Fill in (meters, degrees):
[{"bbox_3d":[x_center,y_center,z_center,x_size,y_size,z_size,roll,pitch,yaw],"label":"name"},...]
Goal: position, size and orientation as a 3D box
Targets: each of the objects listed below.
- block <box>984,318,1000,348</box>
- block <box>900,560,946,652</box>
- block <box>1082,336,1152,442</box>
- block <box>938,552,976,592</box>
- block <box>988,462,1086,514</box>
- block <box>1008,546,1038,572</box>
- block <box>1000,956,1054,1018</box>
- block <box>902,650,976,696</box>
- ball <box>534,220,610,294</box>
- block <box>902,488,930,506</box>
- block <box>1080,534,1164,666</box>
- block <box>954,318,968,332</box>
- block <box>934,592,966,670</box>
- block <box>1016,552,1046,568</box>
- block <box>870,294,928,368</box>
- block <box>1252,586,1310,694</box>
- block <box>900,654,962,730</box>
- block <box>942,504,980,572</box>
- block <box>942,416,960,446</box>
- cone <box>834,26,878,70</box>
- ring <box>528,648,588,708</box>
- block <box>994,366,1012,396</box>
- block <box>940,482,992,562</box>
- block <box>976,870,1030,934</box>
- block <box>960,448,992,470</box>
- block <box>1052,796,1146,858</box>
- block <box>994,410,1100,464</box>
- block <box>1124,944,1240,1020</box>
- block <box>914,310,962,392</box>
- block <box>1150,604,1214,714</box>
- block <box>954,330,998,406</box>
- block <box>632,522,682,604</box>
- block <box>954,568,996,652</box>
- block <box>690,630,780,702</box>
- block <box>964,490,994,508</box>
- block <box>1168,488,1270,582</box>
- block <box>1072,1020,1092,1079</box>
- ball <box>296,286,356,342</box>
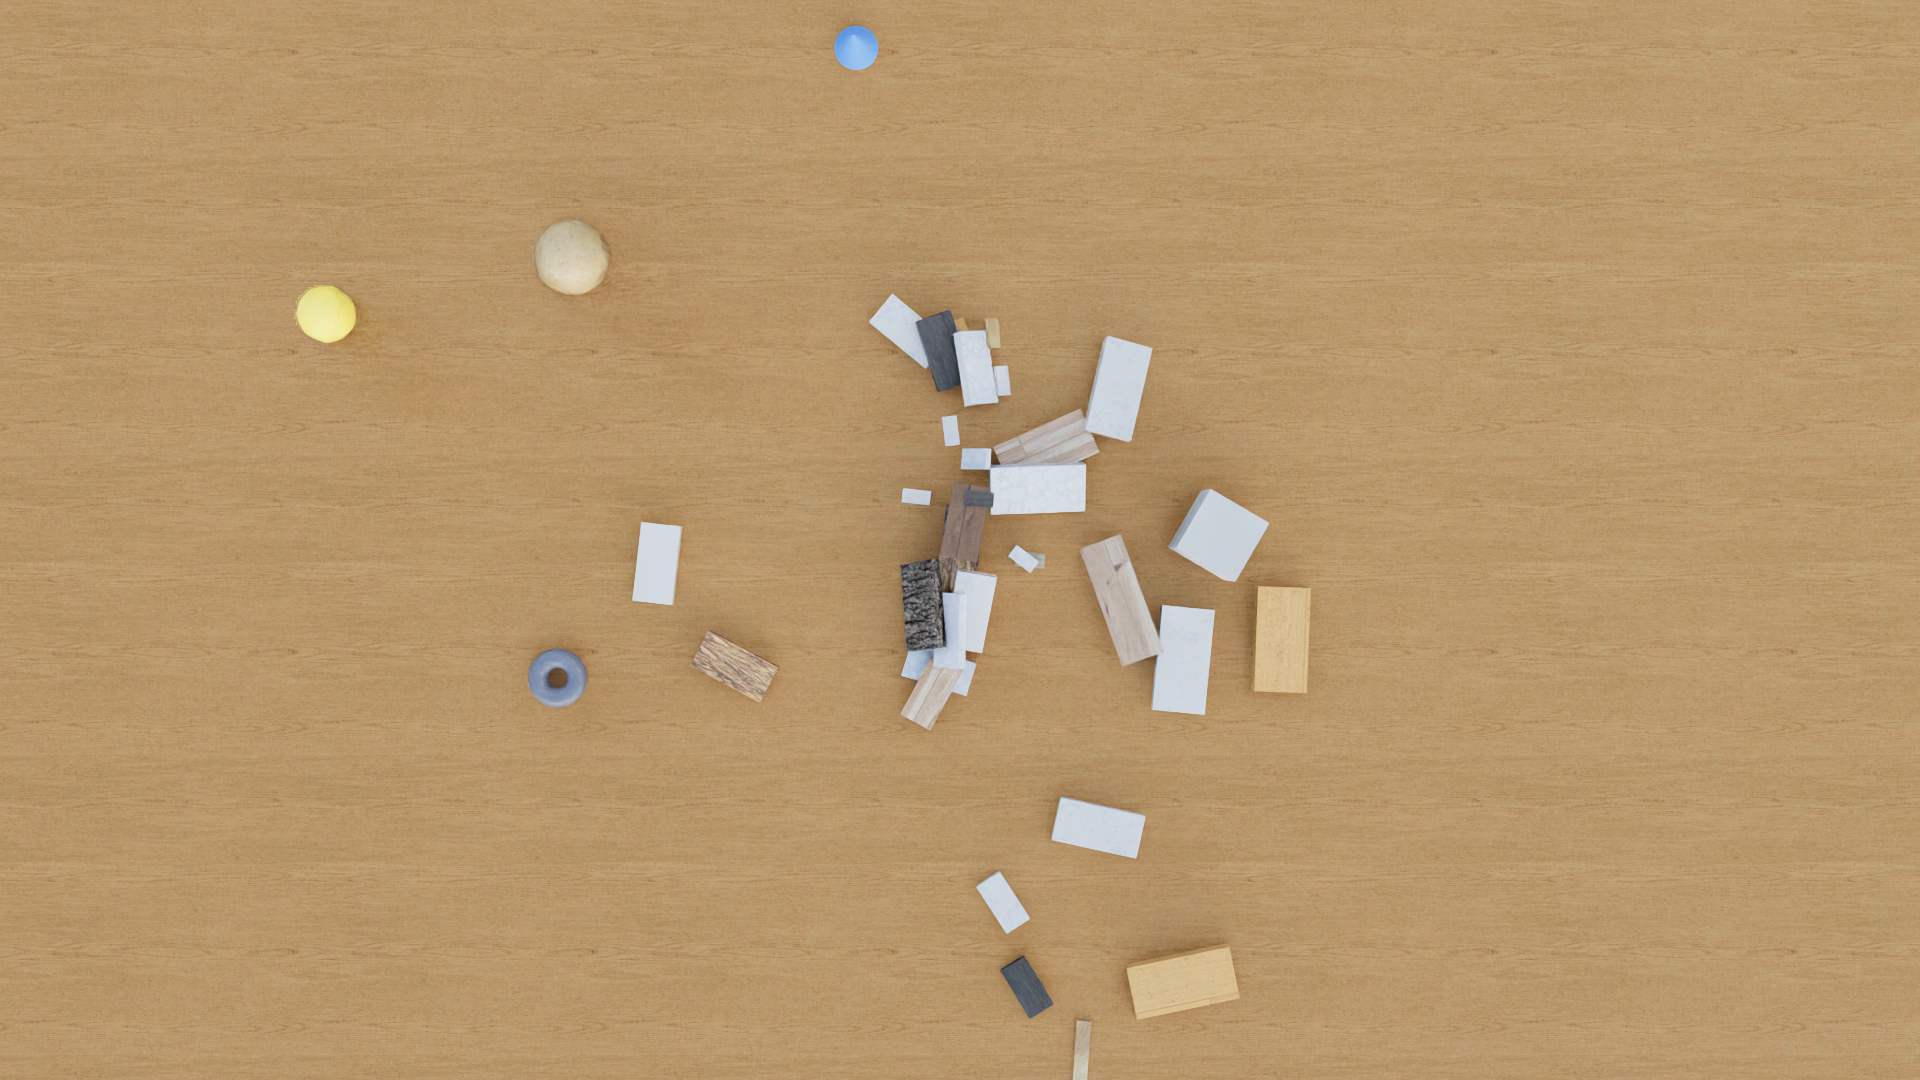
[{"bbox_3d":[0.109,-0.687,5.478,0.050,0.014,0.099,-5,90,-41],"label":"block"},{"bbox_3d":[-0.121,0.215,5.419,0.144,0.041,0.287,-11,80,43],"label":"block"},{"bbox_3d":[0.521,-0.500,5.453,0.158,0.045,0.316,14,86,-10],"label":"block"},{"bbox_3d":[-0.006,0.165,5.453,0.123,0.035,0.247,-1,104,0],"label":"block"},{"bbox_3d":[0.255,-0.171,5.440,0.316,0.045,0.158,-2,106,-6],"label":"block"},{"bbox_3d":[0.211,0.063,5.480,0.094,0.013,0.047,37,90,0],"label":"block"},{"bbox_3d":[0.223,1.486,5.487,0.093,0.026,0.185,-31,90,0],"label":"block"},{"bbox_3d":[-0.070,0.430,5.484,0.227,0.032,0.113,18,90,0],"label":"block"},{"bbox_3d":[-1.265,-0.921,5.380,0.241,0.241,0.241,0,90,0],"label":"ball"},{"bbox_3d":[-0.145,-0.144,5.493,0.094,0.013,0.047,7,90,0],"label":"block"},{"bbox_3d":[0.534,0.200,5.453,0.144,0.041,0.412,-20,84,5],"label":"block"},{"bbox_3d":[0.004,-0.686,5.493,0.049,0.014,0.099,-20,90,0],"label":"block"},{"bbox_3d":[-0.033,0.295,5.385,0.113,0.032,0.244,1,90,44],"label":"block"},{"bbox_3d":[0.234,0.067,5.493,0.097,0.014,0.049,6,90,0],"label":"block"},{"bbox_3d":[-0.169,-0.693,5.483,0.243,0.034,0.121,39,90,0],"label":"block"},{"bbox_3d":[1.066,0.329,5.475,0.174,0.049,0.347,2,90,0],"label":"block"},{"bbox_3d":[-0.093,0.501,5.452,0.113,0.032,0.227,29,90,0],"label":"block"},{"bbox_3d":[0.004,0.013,5.450,0.123,0.035,0.247,5,104,-2],"label":"block"},{"bbox_3d":[-0.030,-0.363,5.493,0.049,0.014,0.097,-7,90,0],"label":"block"},{"bbox_3d":[-0.346,-1.641,5.426,0.147,0.147,0.147,0,90,0],"label":"cone"},{"bbox_3d":[-1.334,0.458,5.468,0.197,0.066,0.197,0,90,-1],"label":"ring"},{"bbox_3d":[0.140,-0.529,5.481,0.050,0.014,0.099,-7,90,-33],"label":"block"},{"bbox_3d":[0.018,-0.060,5.384,0.123,0.035,0.247,11,91,1],"label":"block"},{"bbox_3d":[0.143,1.204,5.487,0.093,0.026,0.185,-33,90,0],"label":"block"},{"bbox_3d":[0.053,-0.267,5.439,0.019,0.137,0.068,4,90,-36],"label":"block"},{"bbox_3d":[0.459,0.954,5.480,0.287,0.041,0.144,12,90,0],"label":"block"},{"bbox_3d":[0.286,-0.299,5.478,0.316,0.045,0.158,-24,90,0],"label":"block"},{"bbox_3d":[0.738,1.465,5.475,0.347,0.049,0.174,-12,90,0],"label":"block"},{"bbox_3d":[-0.053,-0.625,5.451,0.121,0.034,0.243,-20,102,-7],"label":"block"},{"bbox_3d":[0.739,0.396,5.475,0.174,0.049,0.347,6,90,0],"label":"block"},{"bbox_3d":[0.052,-0.568,5.446,0.121,0.034,0.243,-9,90,-43],"label":"block"},{"bbox_3d":[-1.005,0.078,5.481,0.131,0.037,0.262,7,90,0],"label":"block"},{"bbox_3d":[0.033,0.233,5.433,0.131,0.037,0.262,10,104,-3],"label":"block"},{"bbox_3d":[-0.748,0.419,5.481,0.262,0.037,0.131,28,90,0],"label":"block"},{"bbox_3d":[0.061,-0.133,5.357,0.097,0.014,0.049,4,91,1],"label":"block"},{"bbox_3d":[0.842,-0.015,5.391,0.218,0.218,0.218,30,90,0],"label":"block"},{"bbox_3d":[0.404,1.721,5.493,0.047,0.013,0.242,4,90,0],"label":"block"},{"bbox_3d":[-2.077,-0.741,5.409,0.182,0.182,0.182,0,90,0],"label":"ball"}]
